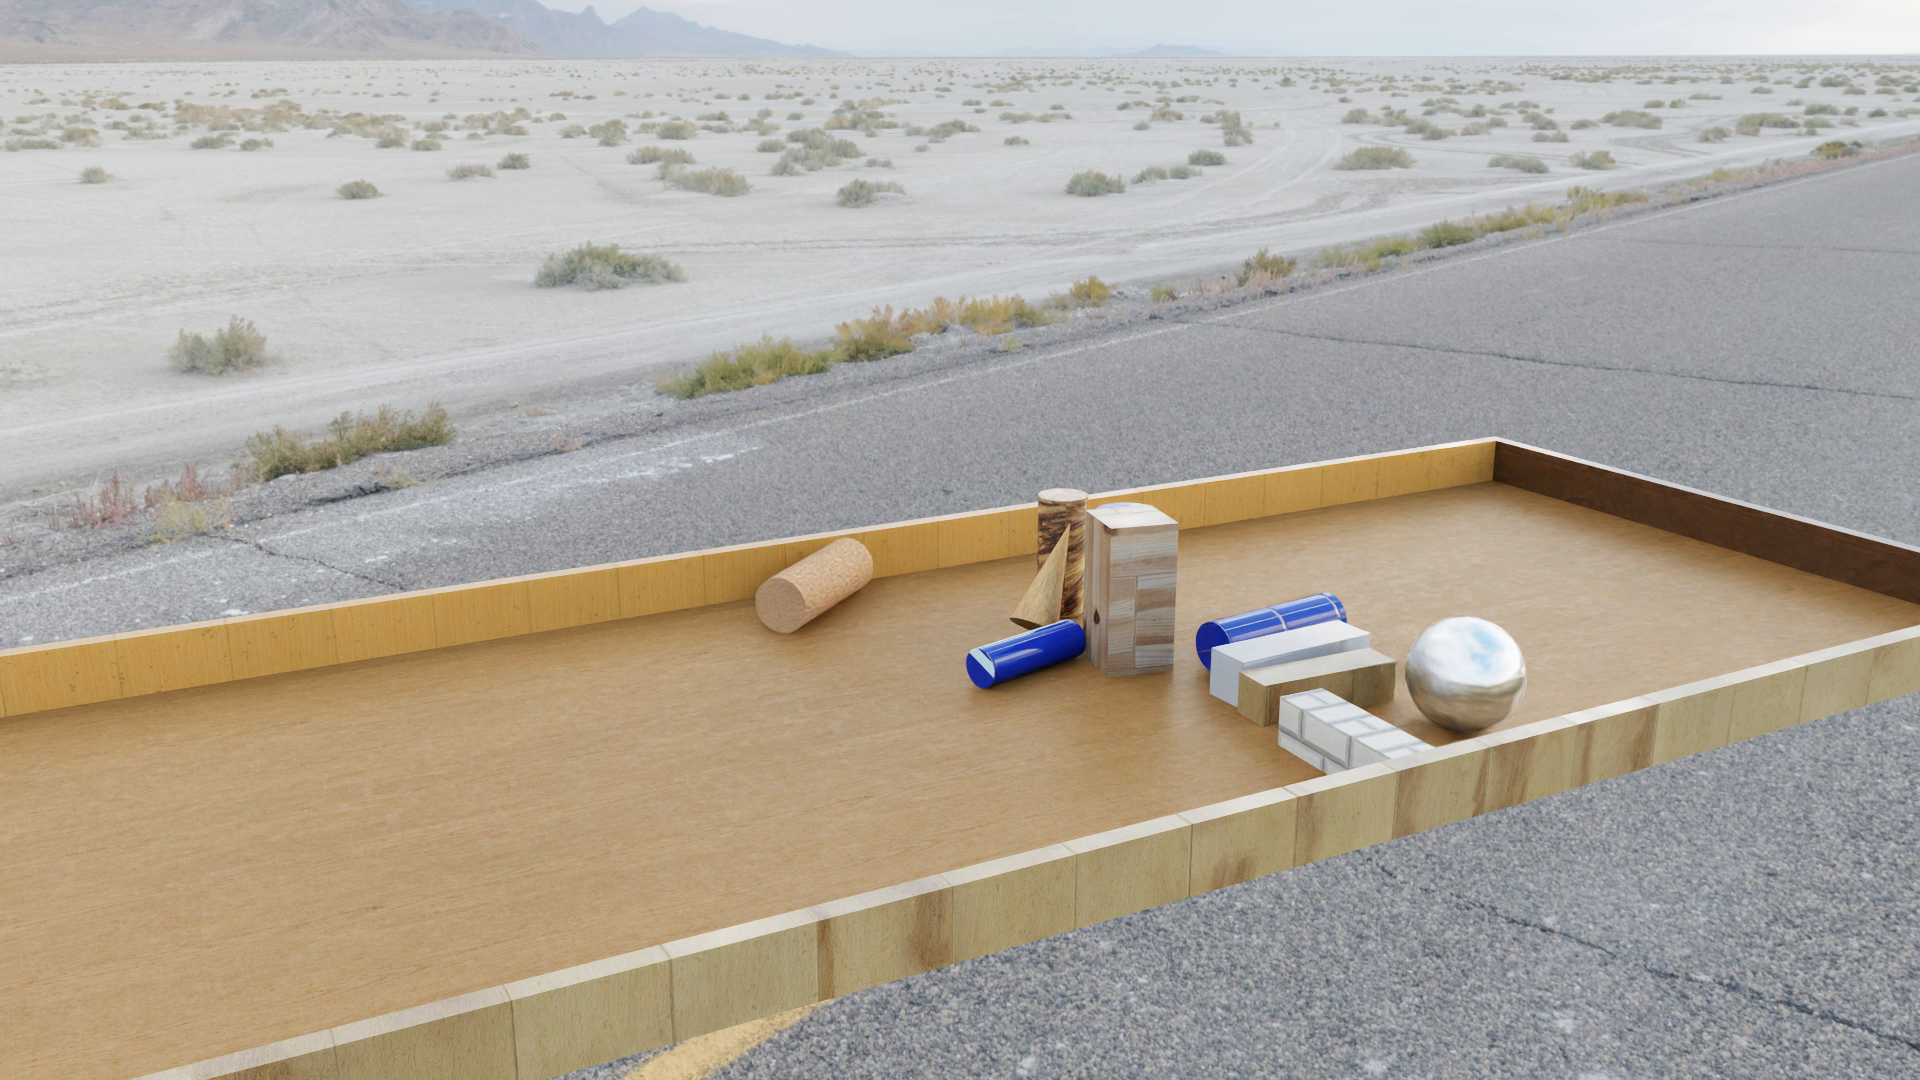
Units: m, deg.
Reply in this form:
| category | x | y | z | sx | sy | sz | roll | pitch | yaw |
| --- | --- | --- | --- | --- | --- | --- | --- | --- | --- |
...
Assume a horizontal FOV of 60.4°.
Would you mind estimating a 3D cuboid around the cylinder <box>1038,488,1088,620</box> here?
| category | x | y | z | sx | sy | sz | roll | pitch | yaw |
| --- | --- | --- | --- | --- | --- | --- | --- | --- | --- |
| cylinder | 0.286 | 0.038 | 4.619 | 0.139 | 0.341 | 0.139 | 0 | 16 | 0 |

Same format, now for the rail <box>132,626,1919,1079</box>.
| category | x | y | z | sx | sy | sz | roll | pitch | yaw |
| --- | --- | --- | --- | --- | --- | --- | --- | --- | --- |
| rail | -2.336 | 1.006 | 1.665 | 12.000 | 0.150 | 0.050 | -9 | 18 | -27 |

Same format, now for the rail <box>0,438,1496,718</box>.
| category | x | y | z | sx | sy | sz | roll | pitch | yaw |
| --- | --- | --- | --- | --- | --- | --- | --- | --- | --- |
| rail | -3.305 | 0.497 | 3.399 | 12.000 | 0.150 | 0.050 | -9 | 18 | -27 |

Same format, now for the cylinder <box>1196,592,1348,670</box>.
| category | x | y | z | sx | sy | sz | roll | pitch | yaw |
| --- | --- | --- | --- | --- | --- | --- | --- | --- | --- |
| cylinder | 0.815 | 0.240 | 4.303 | 0.417 | 0.133 | 0.133 | -11 | 20 | -33 |

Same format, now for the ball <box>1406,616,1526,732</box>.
| category | x | y | z | sx | sy | sz | roll | pitch | yaw |
| --- | --- | --- | --- | --- | --- | --- | --- | --- | --- |
| ball | 1.172 | 0.309 | 3.826 | 0.269 | 0.269 | 0.269 | 0 | 16 | 0 |

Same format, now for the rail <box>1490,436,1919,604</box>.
| category | x | y | z | sx | sy | sz | roll | pitch | yaw |
| --- | --- | --- | --- | --- | --- | --- | --- | --- | --- |
| rail | 2.466 | -0.048 | 5.253 | 0.050 | 0.150 | 2.100 | -9 | 18 | -27 |

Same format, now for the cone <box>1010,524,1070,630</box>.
| category | x | y | z | sx | sy | sz | roll | pitch | yaw |
| --- | --- | --- | --- | --- | --- | --- | --- | --- | --- |
| cone | 0.249 | 0.093 | 4.454 | 0.136 | 0.306 | 0.136 | 19 | -12 | 4 |

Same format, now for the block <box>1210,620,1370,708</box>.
| category | x | y | z | sx | sy | sz | roll | pitch | yaw |
| --- | --- | --- | --- | --- | --- | --- | --- | --- | --- |
| block | 0.823 | 0.306 | 4.099 | 0.410 | 0.120 | 0.120 | -9 | 19 | -29 |

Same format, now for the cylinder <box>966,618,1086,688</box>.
| category | x | y | z | sx | sy | sz | roll | pitch | yaw |
| --- | --- | --- | --- | --- | --- | --- | --- | --- | --- |
| cylinder | 0.170 | 0.287 | 4.198 | 0.328 | 0.102 | 0.102 | -15 | 22 | -40 |

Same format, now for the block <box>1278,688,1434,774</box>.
| category | x | y | z | sx | sy | sz | roll | pitch | yaw |
| --- | --- | --- | --- | --- | --- | --- | --- | --- | --- |
| block | 0.871 | 0.458 | 3.589 | 0.117 | 0.117 | 0.430 | -8 | 18 | -25 |

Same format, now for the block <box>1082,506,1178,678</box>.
| category | x | y | z | sx | sy | sz | roll | pitch | yaw |
| --- | --- | --- | --- | --- | --- | --- | --- | --- | --- |
| block | 0.433 | 0.129 | 4.222 | 0.180 | 0.392 | 0.180 | -5 | 17 | -16 |

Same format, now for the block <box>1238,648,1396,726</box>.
| category | x | y | z | sx | sy | sz | roll | pitch | yaw |
| --- | --- | --- | --- | --- | --- | --- | --- | --- | --- |
| block | 0.861 | 0.352 | 3.973 | 0.386 | 0.103 | 0.103 | -8 | 18 | -24 |

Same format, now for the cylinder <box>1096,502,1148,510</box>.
| category | x | y | z | sx | sy | sz | roll | pitch | yaw |
| --- | --- | --- | --- | --- | --- | --- | --- | --- | --- |
| cylinder | 0.441 | 0.094 | 4.402 | 0.166 | 0.357 | 0.166 | 0 | 16 | 0 |

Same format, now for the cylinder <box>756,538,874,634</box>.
| category | x | y | z | sx | sy | sz | roll | pitch | yaw |
| --- | --- | --- | --- | --- | --- | --- | --- | --- | --- |
| cylinder | -0.406 | 0.124 | 4.654 | 0.158 | 0.158 | 0.416 | 7 | 18 | 22 |
